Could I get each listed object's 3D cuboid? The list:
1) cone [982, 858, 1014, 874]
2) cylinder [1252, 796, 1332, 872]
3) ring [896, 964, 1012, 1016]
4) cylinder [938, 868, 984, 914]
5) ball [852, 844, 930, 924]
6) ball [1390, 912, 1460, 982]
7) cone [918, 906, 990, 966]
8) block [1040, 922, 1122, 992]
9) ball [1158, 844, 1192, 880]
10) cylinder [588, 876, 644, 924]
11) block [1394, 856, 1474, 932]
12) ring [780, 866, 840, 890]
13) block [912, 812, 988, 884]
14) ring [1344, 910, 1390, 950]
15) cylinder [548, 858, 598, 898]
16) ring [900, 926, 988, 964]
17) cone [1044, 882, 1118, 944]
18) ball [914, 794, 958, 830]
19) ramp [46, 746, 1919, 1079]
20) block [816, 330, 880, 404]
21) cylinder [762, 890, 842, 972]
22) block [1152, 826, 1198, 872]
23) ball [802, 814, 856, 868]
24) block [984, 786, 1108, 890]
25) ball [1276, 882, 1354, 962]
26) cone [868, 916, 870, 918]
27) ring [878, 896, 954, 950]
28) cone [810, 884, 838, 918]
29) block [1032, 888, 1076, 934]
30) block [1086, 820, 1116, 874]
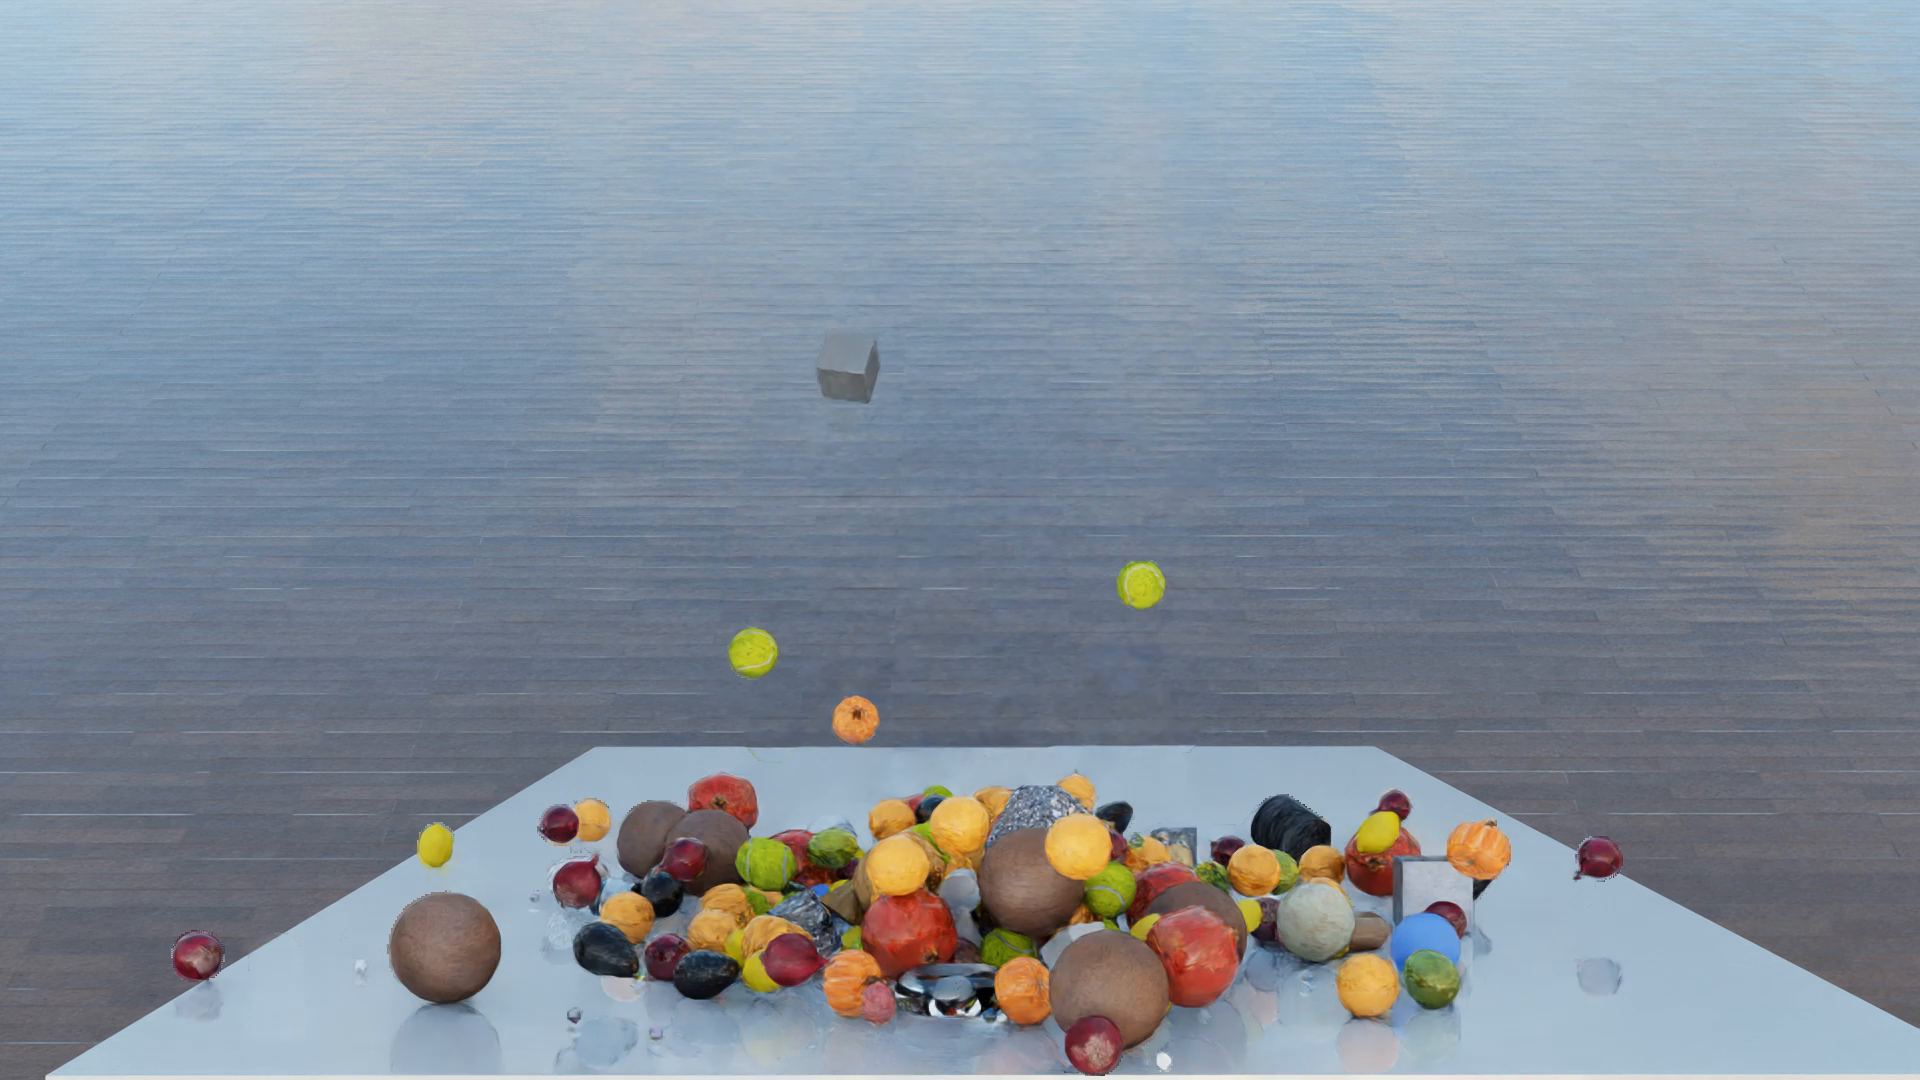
[{"bbox_3d":[0.066,0.524,4.189,0.071,0.071,0.071,-27,29,8],"label":"cone"},{"bbox_3d":[0.527,0.466,4.110,0.090,0.090,0.090,-19,32,-30],"label":"cylinder"},{"bbox_3d":[-0.007,0.521,3.002,0.137,0.046,0.137,-2,0,0],"label":"ring"},{"bbox_3d":[0.002,0.442,3.252,0.052,0.052,0.052,3,1,5],"label":"cylinder"},{"bbox_3d":[-0.087,0.436,3.281,0.100,0.100,0.100,0,29,0],"label":"ball"},{"bbox_3d":[0.572,0.501,3.178,0.085,0.085,0.085,0,29,0],"label":"ball"},{"bbox_3d":[0.001,0.480,3.181,0.090,0.090,0.090,8,40,-7],"label":"cone"},{"bbox_3d":[0.145,0.503,3.120,0.059,0.059,0.059,-1,56,-39],"label":"block"},{"bbox_3d":[0.343,0.512,4.118,0.055,0.055,0.055,0,29,0],"label":"ball"},{"bbox_3d":[-0.487,0.510,3.668,0.057,0.057,0.057,10,31,20],"label":"cylinder"},{"bbox_3d":[0.657,0.492,3.597,0.096,0.096,0.096,0,-2,3],"label":"block"},{"bbox_3d":[-0.233,0.525,4.014,0.094,0.031,0.094,0,-1,0],"label":"ring"},{"bbox_3d":[-0.020,0.480,3.957,0.080,0.080,0.080,34,-1,-16],"label":"block"},{"bbox_3d":[0.508,0.520,3.456,0.131,0.044,0.131,2,0,0],"label":"ring"},{"bbox_3d":[-0.577,0.503,3.853,0.054,0.054,0.054,-2,23,-45],"label":"cylinder"},{"bbox_3d":[-0.021,0.524,3.339,0.116,0.039,0.116,0,1,0],"label":"ring"},{"bbox_3d":[0.149,0.522,3.483,0.093,0.093,0.093,-30,18,26],"label":"cone"},{"bbox_3d":[-0.037,0.431,4.049,0.066,0.066,0.066,0,29,0],"label":"ball"},{"bbox_3d":[0.066,0.588,4.639,2.000,0.100,4.000,0,0,0],"label":"ramp"},{"bbox_3d":[-0.169,-0.264,3.945,0.073,0.073,0.073,8,57,11],"label":"block"},{"bbox_3d":[-0.198,0.492,3.259,0.075,0.075,0.075,-28,6,3],"label":"cylinder"},{"bbox_3d":[0.351,0.507,4.233,0.065,0.065,0.065,0,0,14],"label":"block"},{"bbox_3d":[-0.200,0.464,3.980,0.084,0.084,0.084,0,29,0],"label":"ball"},{"bbox_3d":[0.110,0.379,3.300,0.094,0.094,0.094,-9,45,54],"label":"block"},{"bbox_3d":[0.456,0.490,3.322,0.100,0.100,0.100,0,29,0],"label":"ball"},{"bbox_3d":[-0.131,0.519,3.700,0.095,0.095,0.095,15,33,24],"label":"cone"},{"bbox_3d":[-0.057,0.503,3.401,0.107,0.107,0.036,-8,54,-14],"label":"ring"},{"bbox_3d":[-0.187,0.529,3.698,0.057,0.057,0.057,-18,54,27],"label":"cone"},{"bbox_3d":[0.134,0.509,3.597,0.067,0.067,0.067,0,0,2],"label":"block"},{"bbox_3d":[0.201,0.499,4.227,0.080,0.080,0.080,0,0,-21],"label":"block"}]
